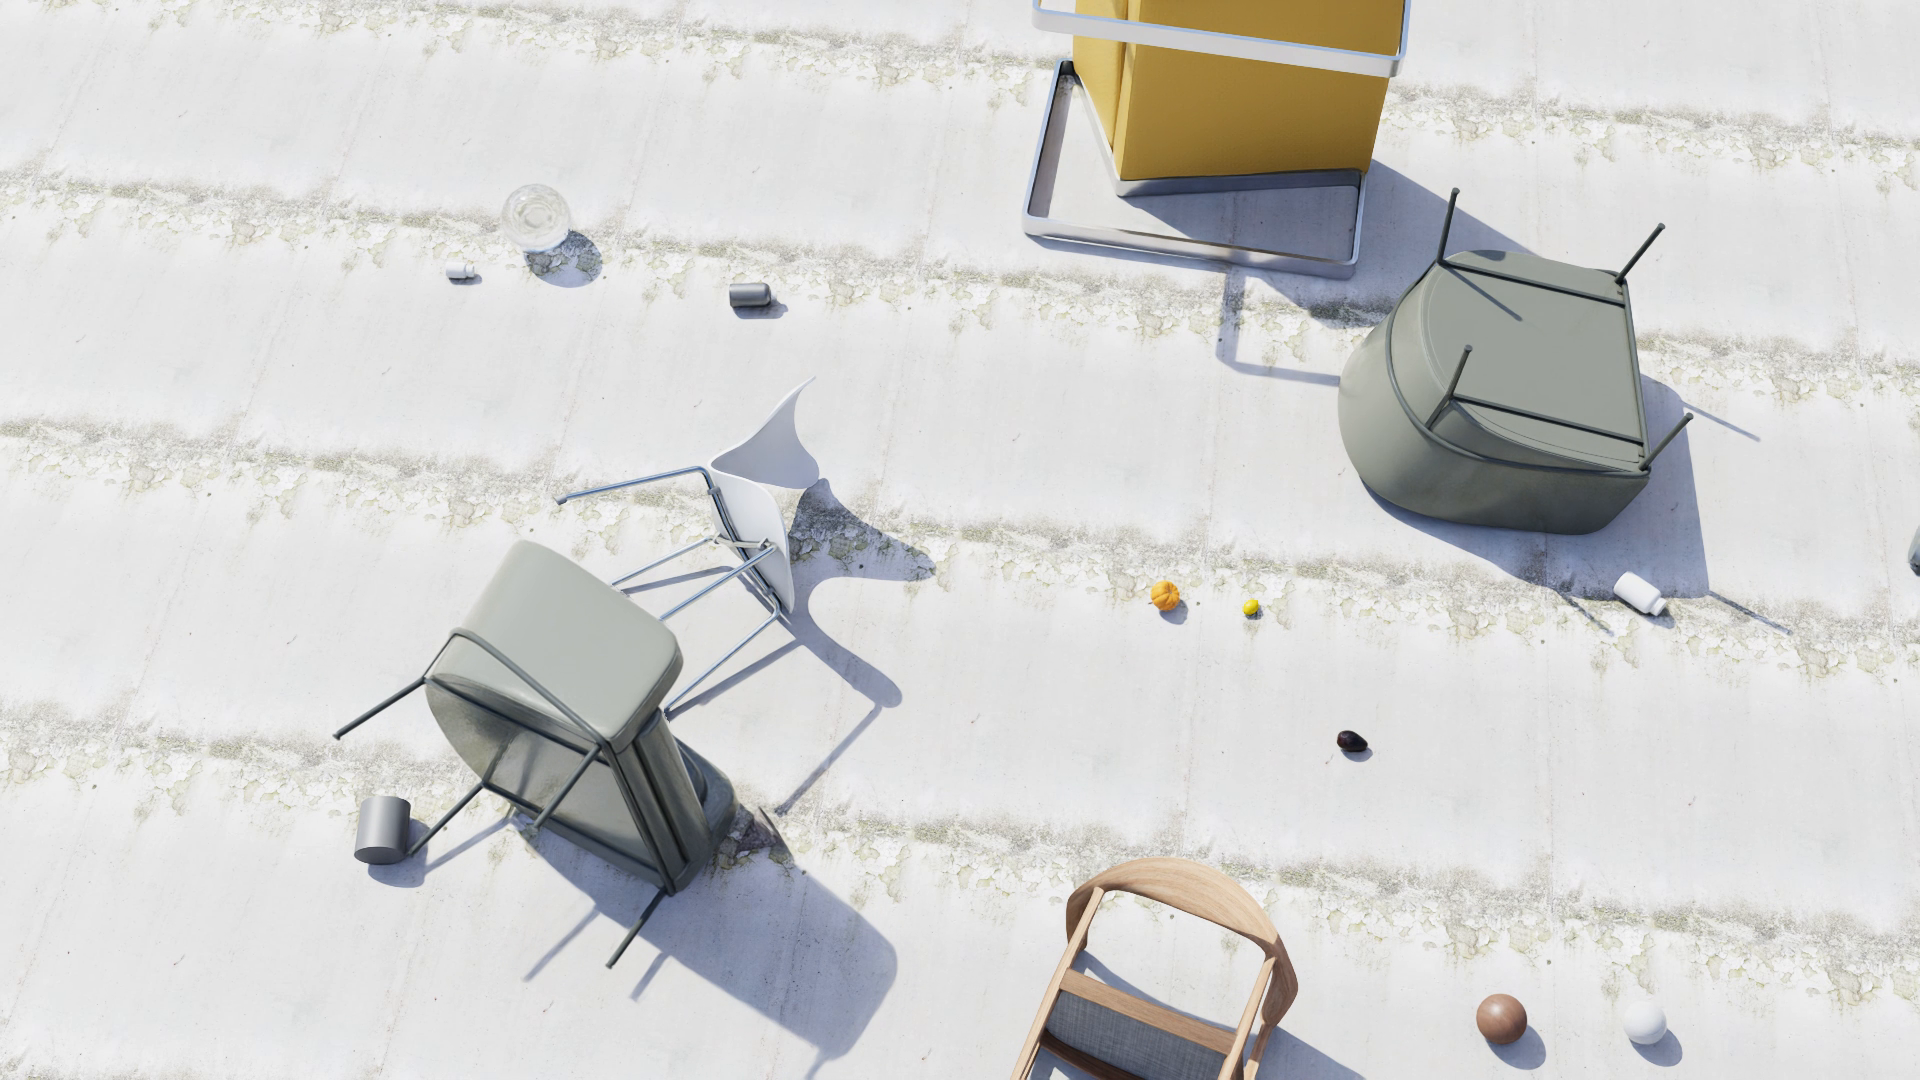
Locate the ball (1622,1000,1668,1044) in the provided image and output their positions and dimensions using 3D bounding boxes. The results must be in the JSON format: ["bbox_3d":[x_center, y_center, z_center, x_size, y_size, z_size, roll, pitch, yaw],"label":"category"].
[{"bbox_3d":[1.765,1.245,5.671,0.112,0.112,0.112,0,56,0],"label":"ball"}]

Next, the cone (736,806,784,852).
[{"bbox_3d":[-0.565,0.816,6.003,0.127,0.081,0.135,-37,60,-2],"label":"cone"}]

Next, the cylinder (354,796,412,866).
[{"bbox_3d":[-1.569,0.789,5.976,0.137,0.114,0.152,-4,56,3],"label":"cylinder"}]

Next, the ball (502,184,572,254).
[{"bbox_3d":[-1.375,-1.044,7.140,0.224,0.224,0.224,0,56,0],"label":"ball"}]
